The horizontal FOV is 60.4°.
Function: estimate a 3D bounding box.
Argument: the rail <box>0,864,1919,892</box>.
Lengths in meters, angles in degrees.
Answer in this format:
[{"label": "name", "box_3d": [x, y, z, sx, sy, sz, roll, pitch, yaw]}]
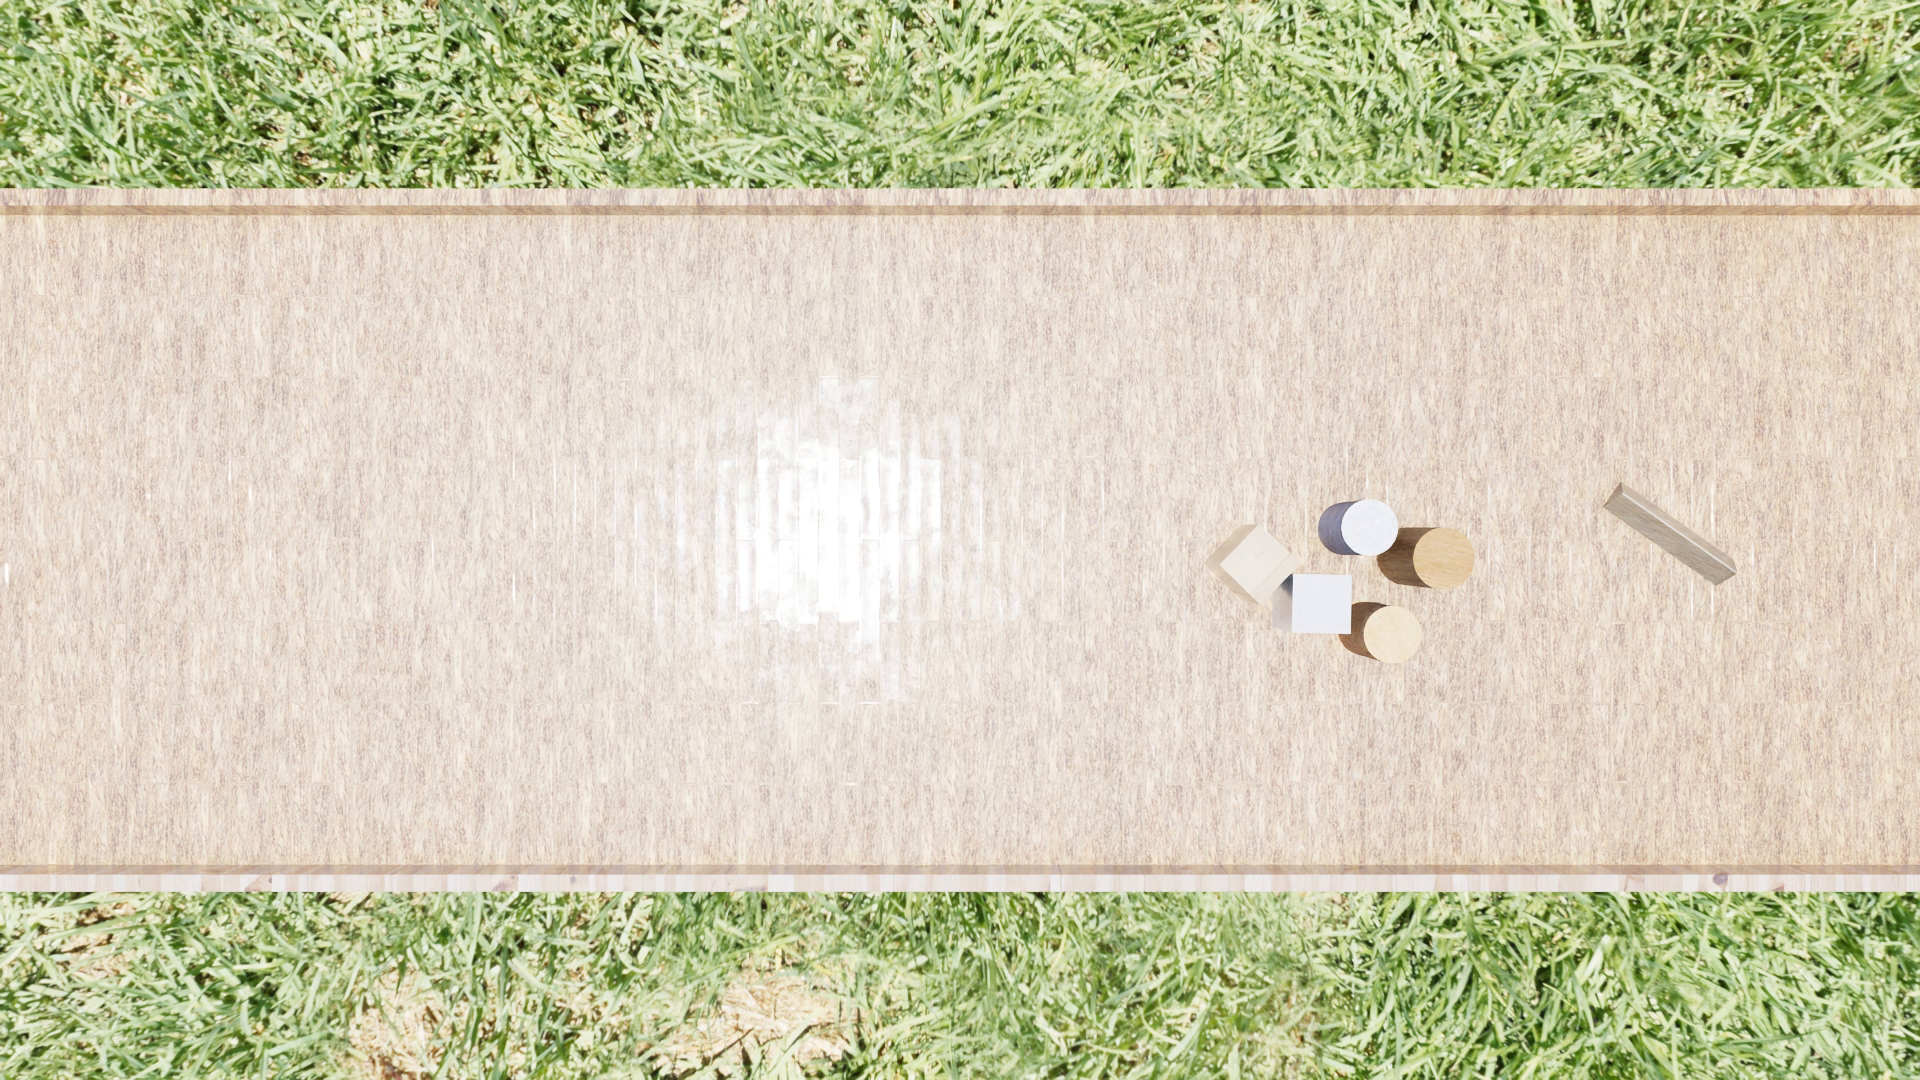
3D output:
[{"label": "rail", "box_3d": [-2.247, 1.025, 5.001, 12.000, 0.150, 0.050, 0, 90, 0]}]

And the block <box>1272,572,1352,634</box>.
[{"label": "block", "box_3d": [1.046, 0.185, 4.920, 0.169, 0.312, 0.169, 1, 90, 0]}]

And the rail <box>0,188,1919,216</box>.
[{"label": "rail", "box_3d": [-2.247, -1.025, 5.002, 12.000, 0.150, 0.050, 0, 90, 0]}]

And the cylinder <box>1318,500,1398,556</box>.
[{"label": "cylinder", "box_3d": [1.182, -0.035, 4.916, 0.163, 0.321, 0.163, 0, 90, 0]}]

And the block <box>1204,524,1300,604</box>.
[{"label": "block", "box_3d": [0.866, 0.070, 4.919, 0.165, 0.315, 0.165, 44, 90, 0]}]

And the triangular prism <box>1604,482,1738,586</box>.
[{"label": "triangular prism", "box_3d": [2.180, -0.020, 5.033, 0.424, 0.082, 0.094, 35, 90, 0]}]

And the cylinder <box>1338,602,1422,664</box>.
[{"label": "cylinder", "box_3d": [1.244, 0.272, 4.910, 0.165, 0.333, 0.165, 0, 90, 0]}]

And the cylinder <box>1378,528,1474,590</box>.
[{"label": "cylinder", "box_3d": [1.377, 0.051, 4.893, 0.178, 0.361, 0.178, 0, 91, -2]}]
